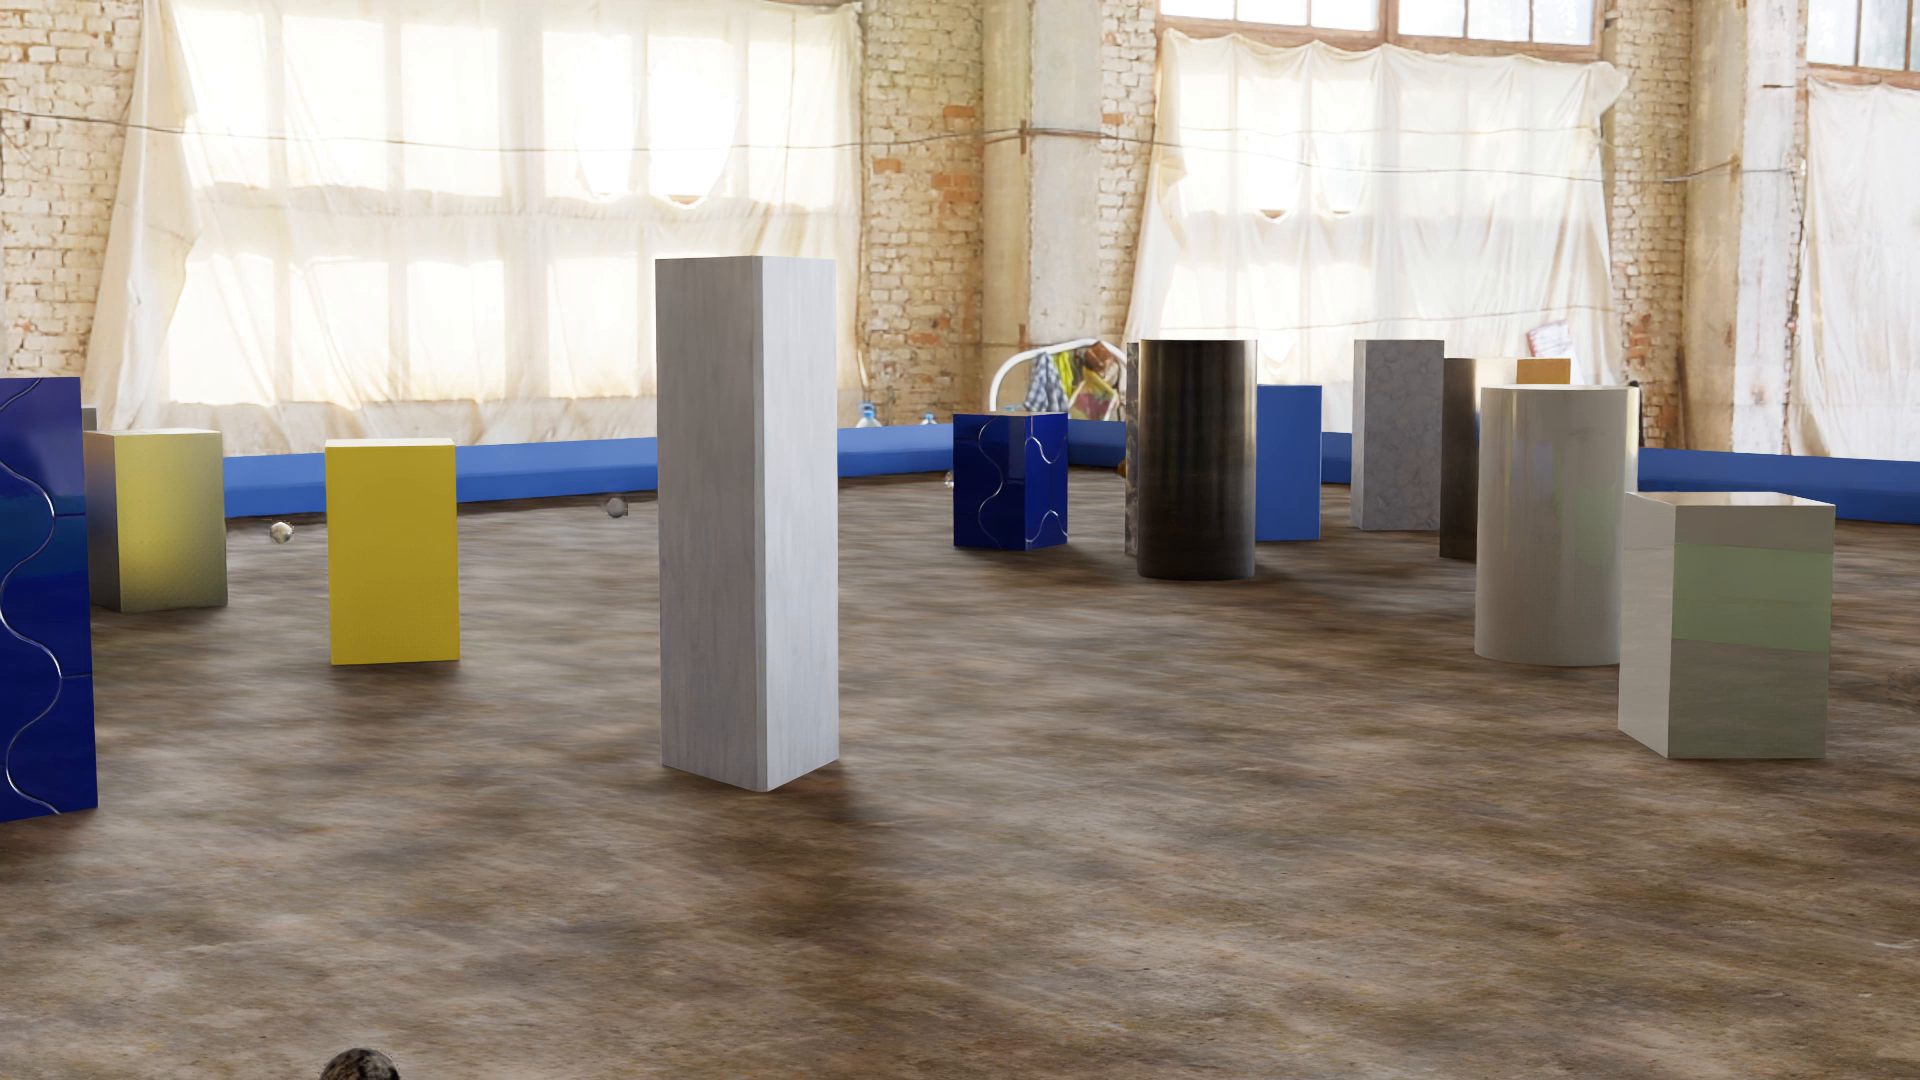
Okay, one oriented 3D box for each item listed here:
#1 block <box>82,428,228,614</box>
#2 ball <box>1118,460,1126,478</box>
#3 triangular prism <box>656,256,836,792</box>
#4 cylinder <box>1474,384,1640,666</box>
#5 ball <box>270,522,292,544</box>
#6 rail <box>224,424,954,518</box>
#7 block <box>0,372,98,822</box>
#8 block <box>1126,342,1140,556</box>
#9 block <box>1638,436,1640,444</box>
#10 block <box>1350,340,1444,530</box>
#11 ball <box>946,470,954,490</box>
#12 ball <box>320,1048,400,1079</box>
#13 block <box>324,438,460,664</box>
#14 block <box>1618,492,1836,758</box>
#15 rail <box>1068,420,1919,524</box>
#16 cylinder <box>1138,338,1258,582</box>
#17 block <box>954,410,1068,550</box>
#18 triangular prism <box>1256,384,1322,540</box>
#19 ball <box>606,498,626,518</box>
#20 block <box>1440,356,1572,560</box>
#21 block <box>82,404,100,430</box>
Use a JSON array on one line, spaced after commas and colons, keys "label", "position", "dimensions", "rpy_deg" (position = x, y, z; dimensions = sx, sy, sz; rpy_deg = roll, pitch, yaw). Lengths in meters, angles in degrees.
[{"label": "block", "position": [-1.223, -0.034, 3.342], "dimensions": [0.159, 0.262, 0.159], "rpy_deg": [-5, 7, -37]}, {"label": "ball", "position": [0.444, -0.188, 5.830], "dimensions": [0.054, 0.054, 0.054], "rpy_deg": [0, 6, 0]}, {"label": "triangular prism", "position": [-0.181, -0.024, 2.128], "dimensions": [0.149, 0.494, 0.172], "rpy_deg": [-5, 8, -40]}, {"label": "cylinder", "position": [0.771, -0.024, 2.843], "dimensions": [0.198, 0.347, 0.198], "rpy_deg": [0, 6, 0]}, {"label": "ball", "position": [-1.299, -0.012, 4.206], "dimensions": [0.041, 0.041, 0.041], "rpy_deg": [0, 6, 0]}, {"label": "rail", "position": [-1.419, -0.126, 4.862], "dimensions": [4.684, 0.129, 0.045], "rpy_deg": [-5, 8, -42]}, {"label": "block", "position": [-0.888, 0.048, 1.960], "dimensions": [0.159, 0.387, 0.159], "rpy_deg": [-6, 8, -44]}, {"label": "block", "position": [0.412, -0.165, 3.998], "dimensions": [0.159, 0.387, 0.159], "rpy_deg": [-3, 7, -29]}, {"label": "block", "position": [0.891, -0.030, 3.266], "dimensions": [0.159, 0.271, 0.159], "rpy_deg": [-1, 6, -13]}, {"label": "block", "position": [0.901, -0.220, 4.540], "dimensions": [0.159, 0.385, 0.159], "rpy_deg": [0, 6, 1]}, {"label": "ball", "position": [-0.010, -0.151, 5.473], "dimensions": [0.053, 0.053, 0.053], "rpy_deg": [0, 6, 0]}, {"label": "ball", "position": [-0.328, 0.300, 1.200], "dimensions": [0.044, 0.044, 0.044], "rpy_deg": [0, 6, 0]}, {"label": "block", "position": [-0.737, 0.011, 2.855], "dimensions": [0.159, 0.275, 0.159], "rpy_deg": [-2, 6, -15]}, {"label": "block", "position": [0.784, 0.084, 2.260], "dimensions": [0.159, 0.254, 0.159], "rpy_deg": [0, 6, -1]}, {"label": "rail", "position": [1.704, -0.130, 4.895], "dimensions": [0.045, 0.129, 4.233], "rpy_deg": [-5, 8, -42]}, {"label": "cylinder", "position": [0.400, -0.140, 3.710], "dimensions": [0.198, 0.397, 0.198], "rpy_deg": [0, 6, 0]}, {"label": "block", "position": [0.097, -0.116, 4.187], "dimensions": [0.159, 0.251, 0.159], "rpy_deg": [4, 7, 32]}, {"label": "triangular prism", "position": [0.604, -0.157, 4.338], "dimensions": [0.172, 0.300, 0.149], "rpy_deg": [-1, 6, -12]}, {"label": "ball", "position": [-0.740, -0.068, 4.731], "dimensions": [0.043, 0.043, 0.043], "rpy_deg": [0, 6, 0]}, {"label": "block", "position": [0.981, -0.147, 3.959], "dimensions": [0.159, 0.360, 0.159], "rpy_deg": [-5, 8, -39]}, {"label": "block", "position": [-1.513, -0.078, 3.655], "dimensions": [0.159, 0.287, 0.159], "rpy_deg": [-2, 6, -20]}]
